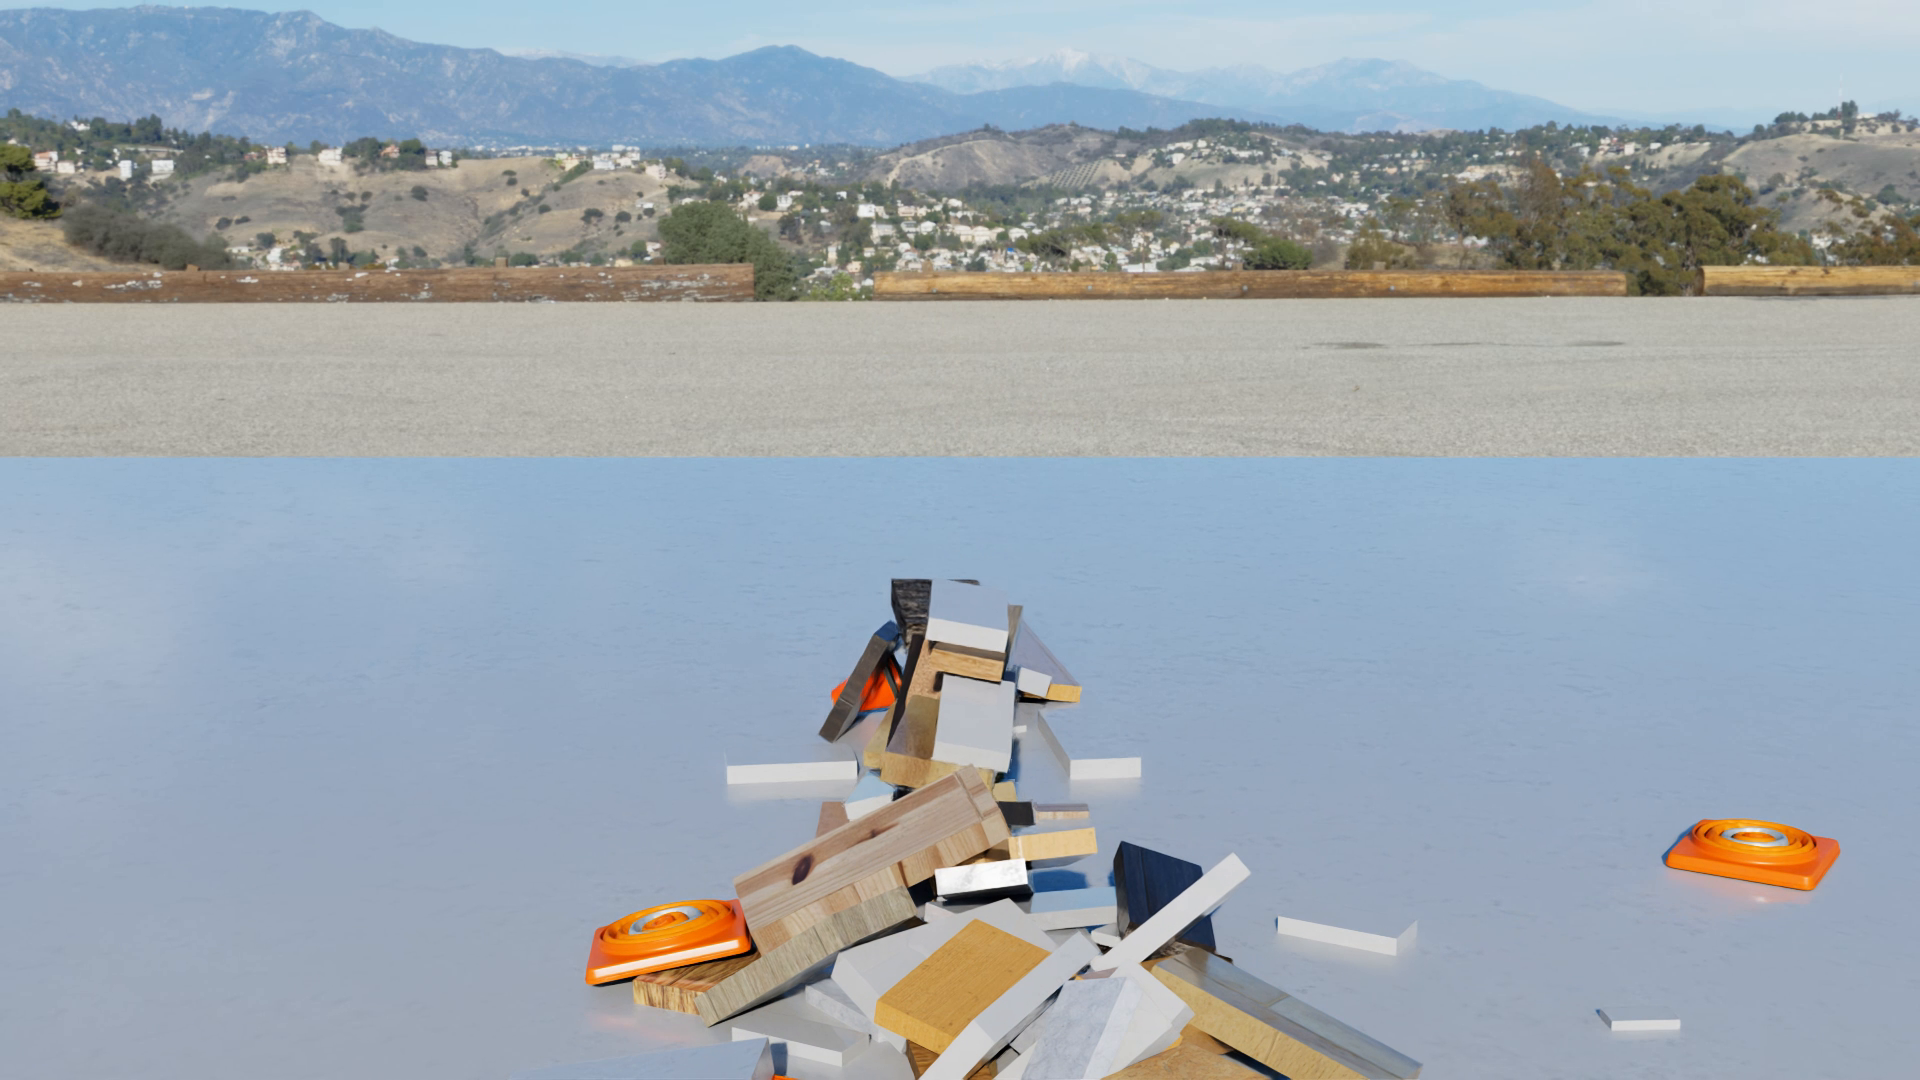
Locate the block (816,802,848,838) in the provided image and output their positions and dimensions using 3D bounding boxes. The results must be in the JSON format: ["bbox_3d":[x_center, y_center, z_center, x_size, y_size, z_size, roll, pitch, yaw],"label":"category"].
[{"bbox_3d":[-0.187,0.524,3.921,0.132,0.037,0.264,0,11,0],"label":"block"}]

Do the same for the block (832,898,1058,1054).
[{"bbox_3d":[-0.004,0.600,3.052,0.318,0.045,0.159,-9,38,-41],"label":"block"}]

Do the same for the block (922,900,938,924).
[{"bbox_3d":[0.019,0.609,3.266,0.126,0.036,0.252,27,3,-8],"label":"block"}]

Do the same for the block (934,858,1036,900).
[{"bbox_3d":[0.042,0.513,3.283,0.127,0.036,0.422,-8,-12,2],"label":"block"}]

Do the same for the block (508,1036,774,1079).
[{"bbox_3d":[-0.415,0.701,2.766,0.339,0.048,0.170,-9,8,5],"label":"block"}]

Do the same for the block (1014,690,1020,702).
[{"bbox_3d":[0.103,0.338,4.957,0.059,0.017,0.117,7,10,-4],"label":"block"}]

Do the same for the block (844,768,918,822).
[{"bbox_3d":[-0.115,0.441,3.901,0.132,0.037,0.264,-14,5,8],"label":"block"}]

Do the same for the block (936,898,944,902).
[{"bbox_3d":[-0.010,0.602,3.494,0.052,0.015,0.104,-2,24,0],"label":"block"}]

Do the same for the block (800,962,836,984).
[{"bbox_3d":[-0.192,0.637,3.350,0.082,0.023,0.164,4,11,22],"label":"block"}]

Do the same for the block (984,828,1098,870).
[{"bbox_3d":[0.117,0.466,3.283,0.127,0.036,0.254,-5,-12,-9],"label":"block"}]

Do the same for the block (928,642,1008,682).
[{"bbox_3d":[0.017,0.205,3.798,0.122,0.035,0.244,10,3,2],"label":"block"}]

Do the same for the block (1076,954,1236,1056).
[{"bbox_3d":[0.297,0.634,2.982,0.167,0.047,0.335,25,9,31],"label":"block"}]

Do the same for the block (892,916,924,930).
[{"bbox_3d":[-0.078,0.618,3.324,0.093,0.026,0.186,-15,28,-31],"label":"block"}]

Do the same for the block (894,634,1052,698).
[{"bbox_3d":[0.016,0.264,4.773,0.339,0.048,0.170,19,-3,-37],"label":"block"}]

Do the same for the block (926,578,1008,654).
[{"bbox_3d":[0.014,0.133,3.953,0.140,0.040,0.281,10,13,-2],"label":"block"}]

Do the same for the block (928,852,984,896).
[{"bbox_3d":[0.018,0.531,3.534,0.134,0.038,0.267,-8,-14,-1],"label":"block"}]

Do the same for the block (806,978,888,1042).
[{"bbox_3d":[-0.133,0.670,3.167,0.093,0.026,0.186,-8,13,-36],"label":"block"}]

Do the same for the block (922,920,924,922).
[{"bbox_3d":[-0.043,0.622,3.368,0.060,0.017,0.120,-7,25,-14],"label":"block"}]

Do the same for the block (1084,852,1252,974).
[{"bbox_3d":[0.286,0.558,3.131,0.273,0.039,0.136,-34,-16,-22],"label":"block"}]

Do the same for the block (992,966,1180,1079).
[{"bbox_3d":[0.157,0.652,2.761,0.223,0.032,0.112,-40,46,-3],"label":"block"}]

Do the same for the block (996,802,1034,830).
[{"bbox_3d":[-0.026,0.471,3.581,0.267,0.038,0.134,-19,-18,36],"label":"block"}]

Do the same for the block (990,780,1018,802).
[{"bbox_3d":[-0.033,0.459,3.704,0.132,0.037,0.264,-4,-15,-35],"label":"block"}]

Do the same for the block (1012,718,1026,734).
[{"bbox_3d":[0.099,0.393,4.693,0.049,0.014,0.099,-4,11,-23],"label":"block"}]

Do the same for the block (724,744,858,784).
[{"bbox_3d":[-0.337,0.443,4.362,0.254,0.036,0.127,-1,11,-8],"label":"block"}]

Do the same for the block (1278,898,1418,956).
[{"bbox_3d":[0.613,0.611,3.480,0.195,0.028,0.098,6,12,30],"label":"block"}]

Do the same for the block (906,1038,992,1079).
[{"bbox_3d":[-0.007,0.696,2.831,0.089,0.025,0.178,-2,20,-13],"label":"block"}]

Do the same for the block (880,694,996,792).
[{"bbox_3d":[-0.019,0.344,3.667,0.175,0.050,0.351,11,12,4],"label":"block"}]

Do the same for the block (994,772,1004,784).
[{"bbox_3d":[0.006,0.438,4.141,0.153,0.043,0.305,0,27,0],"label":"block"}]

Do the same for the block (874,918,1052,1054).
[{"bbox_3d":[0.008,0.600,2.948,0.127,0.036,0.254,20,26,25],"label":"block"}]

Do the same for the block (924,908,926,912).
[{"bbox_3d":[-0.030,0.611,3.435,0.060,0.017,0.120,1,24,5],"label":"block"}]

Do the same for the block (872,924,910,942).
[{"bbox_3d":[-0.063,0.633,3.221,0.093,0.026,0.186,-17,31,-34],"label":"block"}]
